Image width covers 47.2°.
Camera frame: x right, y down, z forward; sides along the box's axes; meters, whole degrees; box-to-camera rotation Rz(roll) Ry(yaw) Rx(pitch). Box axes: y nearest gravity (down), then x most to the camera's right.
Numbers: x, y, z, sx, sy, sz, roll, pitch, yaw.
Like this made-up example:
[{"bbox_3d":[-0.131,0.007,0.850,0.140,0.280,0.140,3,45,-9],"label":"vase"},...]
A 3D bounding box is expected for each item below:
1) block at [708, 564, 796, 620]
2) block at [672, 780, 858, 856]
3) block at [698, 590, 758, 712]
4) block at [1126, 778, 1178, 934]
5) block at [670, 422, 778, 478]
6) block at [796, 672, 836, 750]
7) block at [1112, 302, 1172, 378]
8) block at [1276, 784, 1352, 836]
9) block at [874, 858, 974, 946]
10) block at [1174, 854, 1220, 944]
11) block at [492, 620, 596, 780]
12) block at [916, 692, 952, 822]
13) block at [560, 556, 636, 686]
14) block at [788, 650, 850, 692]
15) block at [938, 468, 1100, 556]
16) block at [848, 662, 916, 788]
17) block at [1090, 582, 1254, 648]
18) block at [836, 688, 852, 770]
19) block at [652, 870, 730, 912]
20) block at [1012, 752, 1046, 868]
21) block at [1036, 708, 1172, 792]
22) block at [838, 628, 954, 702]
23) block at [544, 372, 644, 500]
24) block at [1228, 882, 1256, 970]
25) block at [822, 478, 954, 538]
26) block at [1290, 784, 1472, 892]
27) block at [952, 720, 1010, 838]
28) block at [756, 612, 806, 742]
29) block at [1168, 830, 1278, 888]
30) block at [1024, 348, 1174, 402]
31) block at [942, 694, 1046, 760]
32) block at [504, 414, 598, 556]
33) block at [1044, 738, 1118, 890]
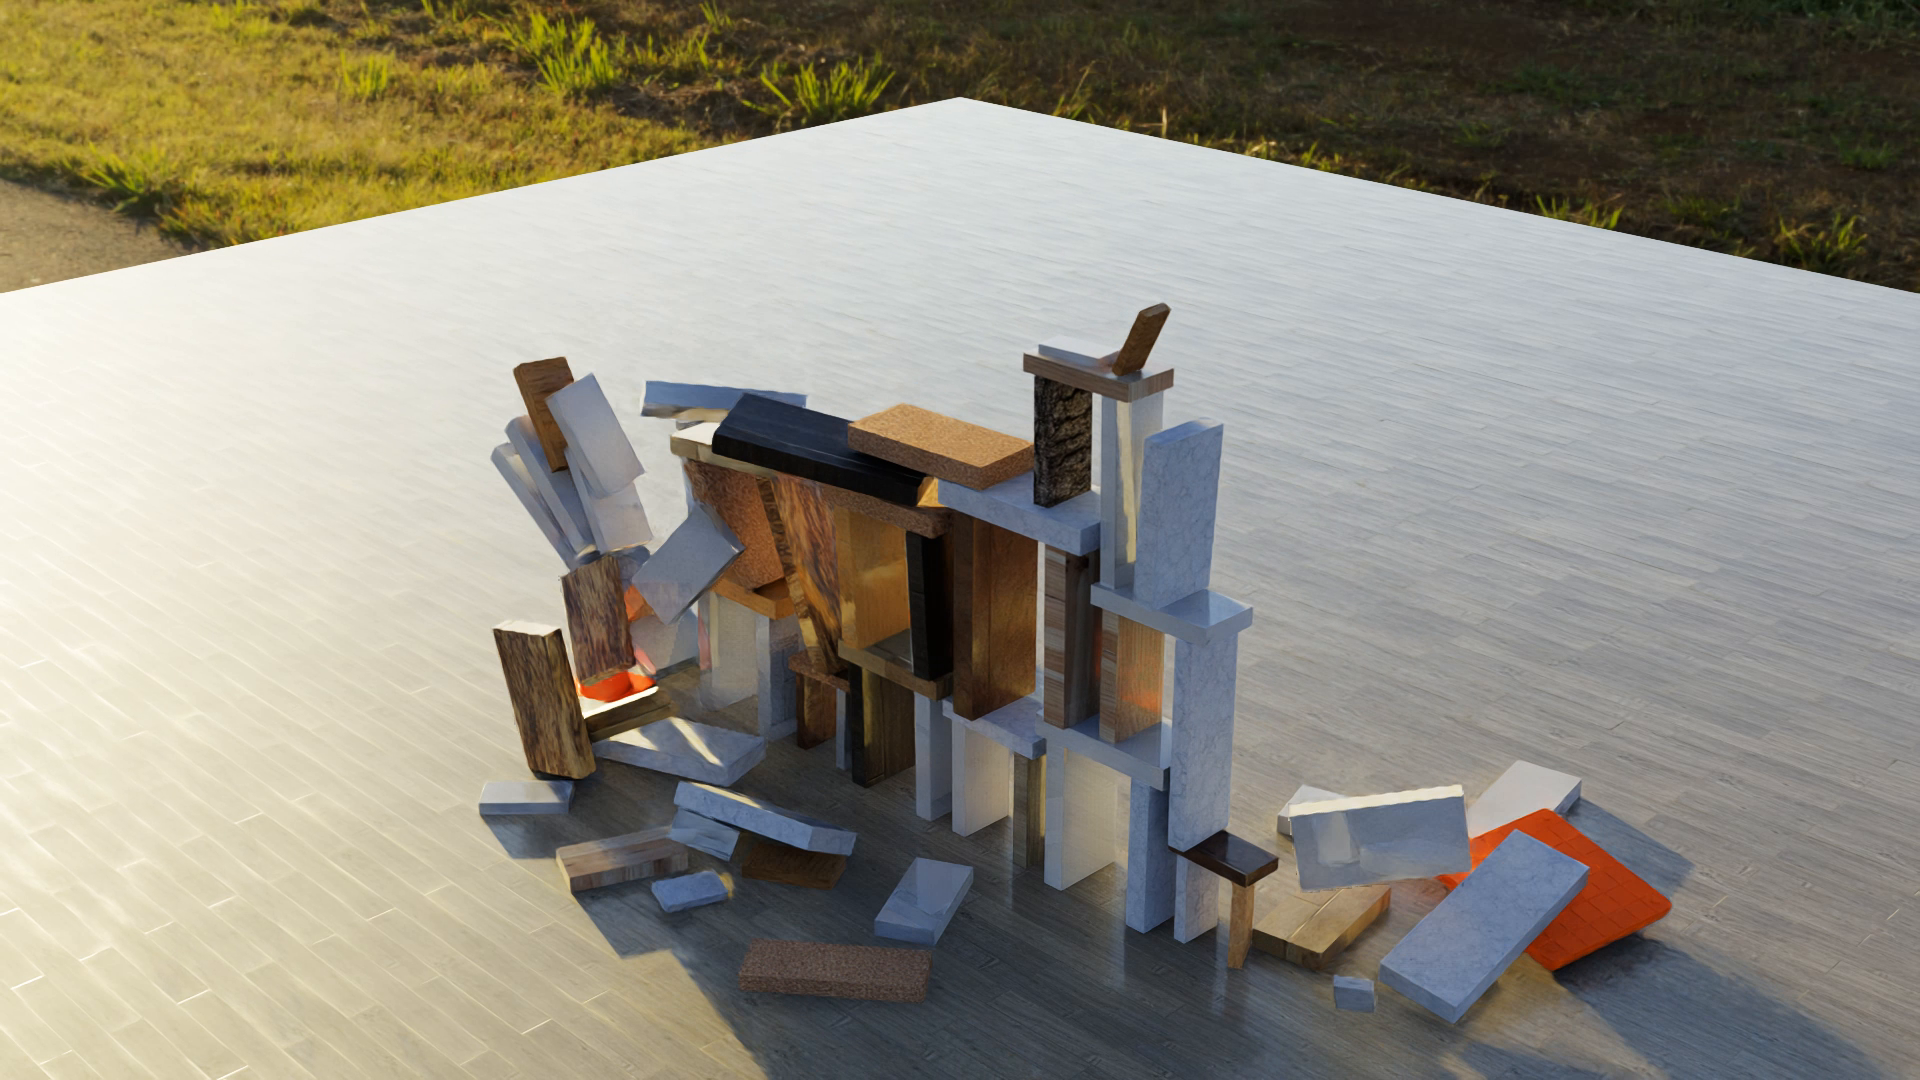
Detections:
[{"bbox_3d":[-0.436,0.087,4.732,0.150,0.042,0.300,-21,31,-40],"label":"block"},{"bbox_3d":[-0.383,0.546,4.316,0.328,0.046,0.164,14,-4,30],"label":"block"},{"bbox_3d":[-0.506,0.216,4.867,0.042,0.300,0.150,22,32,40],"label":"block"},{"bbox_3d":[0.378,0.555,4.055,0.155,0.311,0.044,-21,31,-40],"label":"block"},{"bbox_3d":[-0.448,-0.195,4.587,0.300,0.042,0.150,14,27,39],"label":"block"},{"bbox_3d":[-0.306,0.347,4.702,0.026,0.186,0.093,22,32,40],"label":"block"},{"bbox_3d":[0.308,-0.340,3.739,0.066,0.131,0.019,-23,58,-43],"label":"block"},{"bbox_3d":[0.786,0.567,4.374,0.277,0.039,0.139,12,26,27],"label":"block"},{"bbox_3d":[-0.065,0.676,4.125,0.116,0.033,0.232,7,24,17],"label":"block"},{"bbox_3d":[0.434,0.639,4.022,0.090,0.181,0.026,-20,30,-38],"label":"block"},{"bbox_3d":[-0.857,0.329,4.539,0.162,0.323,0.046,5,25,39],"label":"block"},{"bbox_3d":[-0.024,0.411,4.427,0.040,0.284,0.142,21,31,40],"label":"block"},{"bbox_3d":[-0.776,0.173,4.712,0.127,0.254,0.036,-24,-26,20],"label":"block"},{"bbox_3d":[-0.261,0.269,4.614,0.186,0.026,0.093,18,29,37],"label":"block"},{"bbox_3d":[0.148,-0.068,4.035,0.356,0.050,0.178,21,31,40],"label":"block"},{"bbox_3d":[-0.160,0.359,4.548,0.142,0.284,0.040,-22,32,-40],"label":"block"},{"bbox_3d":[0.371,0.114,3.868,0.261,0.037,0.130,21,31,41],"label":"block"},{"bbox_3d":[-0.217,0.383,4.619,0.026,0.186,0.093,24,32,39],"label":"block"},{"bbox_3d":[-0.507,0.660,4.138,0.130,0.018,0.065,-7,40,-35],"label":"block"},{"bbox_3d":[0.160,0.499,4.264,0.125,0.250,0.035,-21,31,-41],"label":"block"},{"bbox_3d":[0.305,0.363,4.054,0.311,0.044,0.155,21,31,41],"label":"block"},{"bbox_3d":[-0.096,0.237,4.420,0.284,0.040,0.142,21,32,41],"label":"block"},{"bbox_3d":[-0.837,-0.239,5.045,0.037,0.260,0.130,-15,16,44],"label":"block"},{"bbox_3d":[0.507,0.669,3.953,0.026,0.181,0.090,8,24,16],"label":"block"},{"bbox_3d":[-0.110,-0.083,4.280,0.304,0.043,0.152,19,31,40],"label":"block"},{"bbox_3d":[0.770,0.546,4.022,0.311,0.156,0.044,-8,19,8],"label":"block"},{"bbox_3d":[0.042,0.453,4.372,0.125,0.250,0.035,-21,31,-40],"label":"block"},{"bbox_3d":[-0.365,0.272,4.736,0.042,0.300,0.150,23,32,40],"label":"block"},{"bbox_3d":[0.471,0.561,3.942,0.090,0.026,0.181,-20,30,-39],"label":"block"},{"bbox_3d":[0.241,-0.298,3.846,0.243,0.034,0.121,21,31,40],"label":"block"},{"bbox_3d":[0.097,0.346,4.259,0.125,0.035,0.250,-20,30,-39],"label":"block"},{"bbox_3d":[-0.899,-0.146,5.147,0.178,0.050,0.356,-22,74,-42],"label":"block"},{"bbox_3d":[0.232,0.498,4.190,0.044,0.310,0.155,21,31,41],"label":"block"}]
